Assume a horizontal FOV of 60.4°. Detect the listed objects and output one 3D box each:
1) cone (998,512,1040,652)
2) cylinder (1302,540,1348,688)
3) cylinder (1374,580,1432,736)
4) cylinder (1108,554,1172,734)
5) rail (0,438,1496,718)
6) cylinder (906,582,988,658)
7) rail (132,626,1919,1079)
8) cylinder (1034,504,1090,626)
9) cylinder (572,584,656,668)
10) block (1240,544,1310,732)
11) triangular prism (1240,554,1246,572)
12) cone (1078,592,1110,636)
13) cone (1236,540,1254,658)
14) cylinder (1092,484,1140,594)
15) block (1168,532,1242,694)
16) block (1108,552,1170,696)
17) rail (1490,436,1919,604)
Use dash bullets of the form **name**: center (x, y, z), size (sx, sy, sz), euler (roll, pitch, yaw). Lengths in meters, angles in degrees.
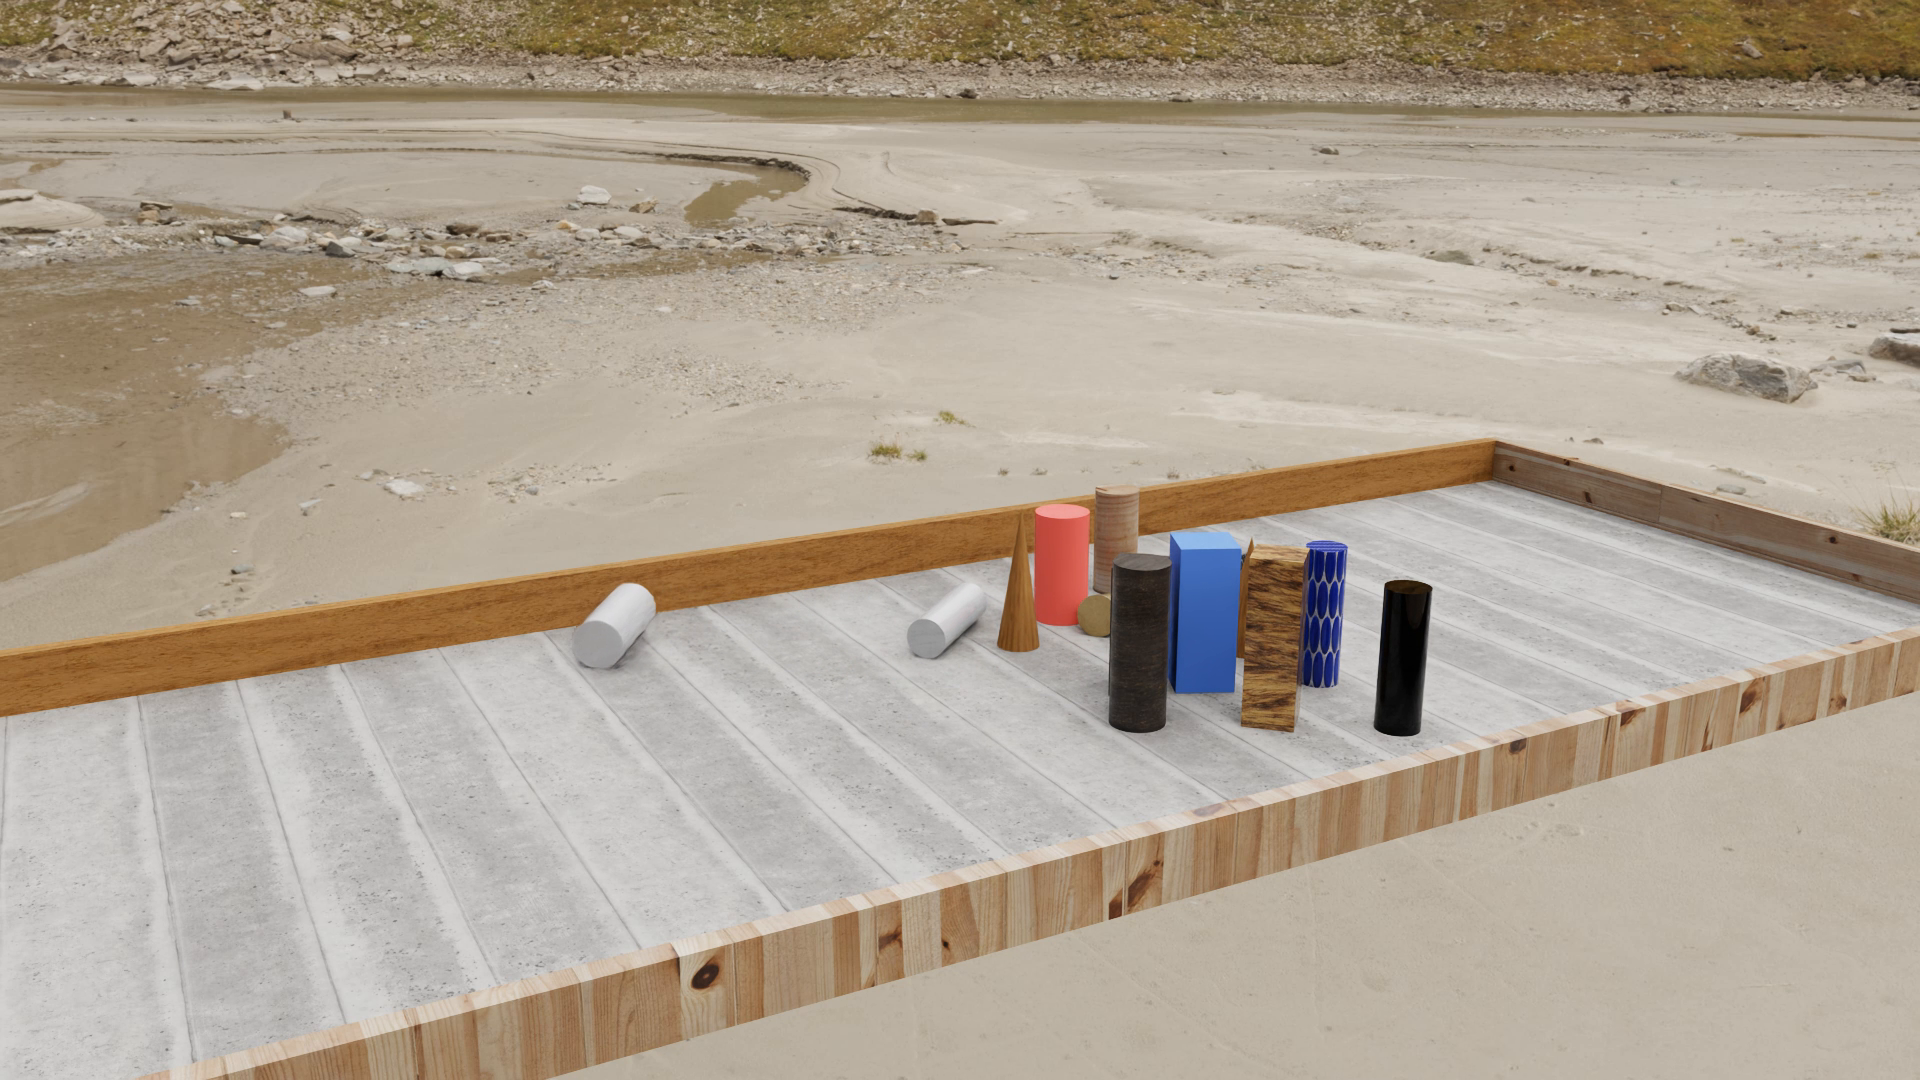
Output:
- **cone**: center (0.158, 0.096, 4.348), size (0.114, 0.381, 0.114), euler (1, 16, 0)
- **cylinder**: center (0.901, 0.185, 4.100), size (0.101, 0.353, 0.101), euler (0, 16, 0)
- **cylinder**: center (1.023, 0.273, 3.811), size (0.108, 0.346, 0.108), euler (0, 16, 0)
- **cylinder**: center (0.418, 0.240, 3.837), size (0.134, 0.396, 0.134), euler (0, 16, 0)
- **rail**: center (-3.305, 0.497, 3.399), size (12.000, 0.150, 0.050), euler (-9, 18, -27)
- **cylinder**: center (-0.032, 0.213, 4.435), size (0.108, 0.108, 0.328), euler (6, 17, 19)
- **rail**: center (-2.336, 1.006, 1.665), size (12.000, 0.150, 0.050), euler (-9, 18, -27)
- **cylinder**: center (0.282, 0.069, 4.576), size (0.150, 0.307, 0.150), euler (0, 16, 0)
- **cylinder**: center (-0.910, 0.224, 4.359), size (0.132, 0.132, 0.311), euler (1, 16, 5)
- **block**: center (0.735, 0.228, 3.847), size (0.122, 0.413, 0.122), euler (5, 17, 17)
- **triangular prism**: center (0.783, 0.110, 4.732), size (0.346, 0.133, 0.154), euler (-13, 20, -38)
- **cone**: center (0.455, 0.173, 4.665), size (0.116, 0.116, 0.460), euler (6, 10, 21)
- **cone**: center (0.758, 0.139, 4.327), size (0.149, 0.312, 0.149), euler (0, 16, 0)
- **cylinder**: center (0.456, -0.002, 4.822), size (0.129, 0.304, 0.129), euler (0, 16, 0)
- **block**: center (0.601, 0.179, 4.088), size (0.147, 0.370, 0.147), euler (-1, 16, -3)
- **block**: center (0.440, 0.211, 4.046), size (0.125, 0.331, 0.125), euler (4, 18, 14)
- **rail**: center (2.466, -0.048, 5.253), size (0.050, 0.150, 2.100), euler (-9, 18, -27)
